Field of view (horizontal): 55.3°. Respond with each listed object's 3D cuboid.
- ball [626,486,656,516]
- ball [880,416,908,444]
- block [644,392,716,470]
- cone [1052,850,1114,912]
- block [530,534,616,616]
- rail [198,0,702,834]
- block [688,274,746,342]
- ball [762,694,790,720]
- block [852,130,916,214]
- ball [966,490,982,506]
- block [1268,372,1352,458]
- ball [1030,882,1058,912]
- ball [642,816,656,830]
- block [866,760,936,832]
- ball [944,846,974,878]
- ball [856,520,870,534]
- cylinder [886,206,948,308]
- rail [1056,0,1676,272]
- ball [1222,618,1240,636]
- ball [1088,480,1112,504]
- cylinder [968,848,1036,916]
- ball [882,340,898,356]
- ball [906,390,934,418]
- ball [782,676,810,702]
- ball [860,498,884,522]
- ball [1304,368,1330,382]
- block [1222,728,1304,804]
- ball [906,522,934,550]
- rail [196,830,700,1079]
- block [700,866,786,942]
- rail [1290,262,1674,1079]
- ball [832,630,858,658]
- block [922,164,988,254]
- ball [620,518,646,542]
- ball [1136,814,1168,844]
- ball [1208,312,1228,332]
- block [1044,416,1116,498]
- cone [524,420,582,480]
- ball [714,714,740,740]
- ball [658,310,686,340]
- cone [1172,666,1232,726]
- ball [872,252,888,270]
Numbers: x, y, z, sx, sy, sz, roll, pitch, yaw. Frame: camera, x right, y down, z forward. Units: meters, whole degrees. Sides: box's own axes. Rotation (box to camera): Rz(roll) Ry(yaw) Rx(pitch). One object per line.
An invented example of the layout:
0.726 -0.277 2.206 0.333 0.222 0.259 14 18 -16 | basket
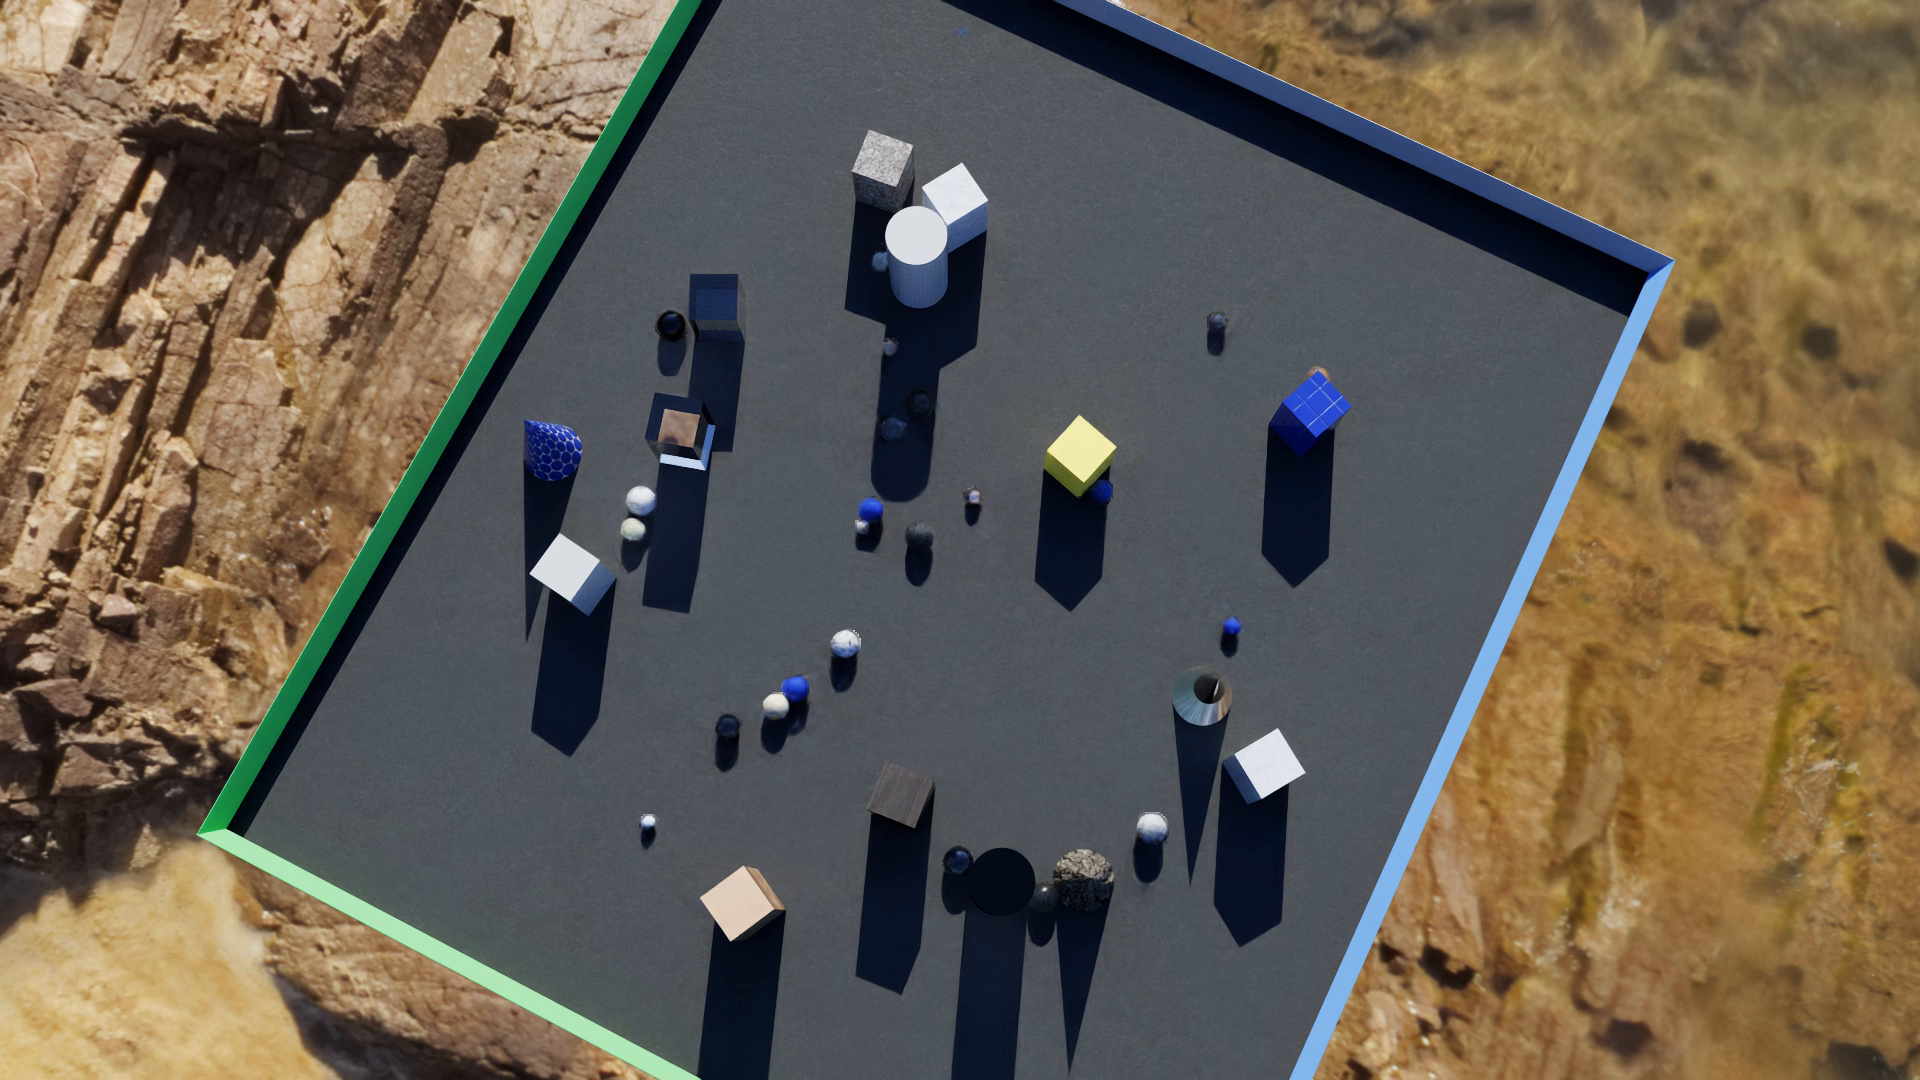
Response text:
-0.974 -0.119 5.594 0.091 0.091 0.091 0 78 0 | ball
-0.204 -0.339 5.645 0.081 0.081 0.081 0 78 0 | ball
-0.844 -0.326 5.541 0.146 0.280 0.146 10 79 2 | block
0.364 0.970 5.238 0.183 0.348 0.183 0 78 0 | cone
-1.149 0.106 5.458 0.146 0.268 0.146 33 80 6 | block
-1.400 -0.679 5.695 0.045 0.119 3.557 26 80 5 | rail
-0.746 -0.714 5.651 0.146 0.221 0.146 0 78 0 | block
-0.550 0.498 5.472 0.080 0.080 0.080 0 78 0 | ball
-0.238 -1.148 5.737 0.146 0.229 0.146 20 79 4 | block
0.042 -0.132 5.618 0.049 0.049 0.049 0 78 0 | ball
1.060 -0.378 5.564 0.146 0.256 0.146 -41 81 -8 | block
0.246 1.042 5.358 0.085 0.085 0.085 0 78 0 | ball
-0.921 0.836 5.422 0.042 0.042 0.042 0 78 0 | ball
-0.169 0.747 5.313 0.146 0.292 0.146 21 79 4 | block
-0.004 0.944 5.376 0.089 0.089 0.089 0 78 0 | ball
-0.296 -0.039 5.603 0.042 0.042 0.042 0 78 0 | ball
-0.129 -0.858 5.594 0.183 0.392 0.183 0 78 0 | cylinder
0.785 -1.531 5.871 3.178 0.119 0.045 26 80 5 | rail
0.820 0.263 5.535 0.052 0.052 0.052 0 78 0 | ball
0.428 -0.147 5.611 0.070 0.070 0.070 0 78 0 | ball
0.114 0.972 5.193 0.183 0.436 0.183 0 78 0 | cylinder
-0.219 -0.599 5.716 0.048 0.048 0.048 0 78 0 | ball
-0.125 -0.419 5.659 0.086 0.086 0.086 0 78 0 | ball
-0.490 0.446 5.483 0.079 0.079 0.079 0 78 0 | ball
-0.269 -0.091 5.598 0.072 0.072 0.072 0 78 0 | ball
1.108 -0.495 5.678 0.080 0.080 0.080 0 78 0 | ball
0.882 0.663 5.346 0.146 0.261 0.146 -30 80 -6 | block
-0.121 -0.010 5.575 0.084 0.084 0.084 0 78 0 | ball
-0.785 1.543 5.236 3.178 0.119 0.045 26 80 5 | rail
-0.613 1.036 5.217 0.146 0.362 0.146 -36 81 -7 | block
1.400 0.692 5.412 0.045 0.119 3.557 26 80 5 | rail
-0.346 0.313 5.510 0.082 0.082 0.082 0 78 0 | ball
-0.015 -1.031 5.706 0.146 0.242 0.146 -32 80 -6 | block
-0.997 -0.033 5.586 0.073 0.073 0.073 0 78 0 | ball
0.565 0.851 5.394 0.091 0.091 0.091 0 78 0 | ball
0.808 -0.680 5.726 0.060 0.060 0.060 0 78 0 | ball
0.362 -0.249 5.555 0.146 0.222 0.146 41 81 8 | block
-1.261 -0.310 5.488 0.183 0.378 0.183 0 78 0 | cone
-0.692 0.556 5.463 0.076 0.076 0.076 0 78 0 | ball
-0.898 -0.670 5.709 0.090 0.090 0.090 0 78 0 | ball
0.729 0.432 5.345 0.183 0.357 0.183 0 78 0 | cone
-0.247 -0.879 5.767 0.060 0.060 0.060 0 78 0 | ball
